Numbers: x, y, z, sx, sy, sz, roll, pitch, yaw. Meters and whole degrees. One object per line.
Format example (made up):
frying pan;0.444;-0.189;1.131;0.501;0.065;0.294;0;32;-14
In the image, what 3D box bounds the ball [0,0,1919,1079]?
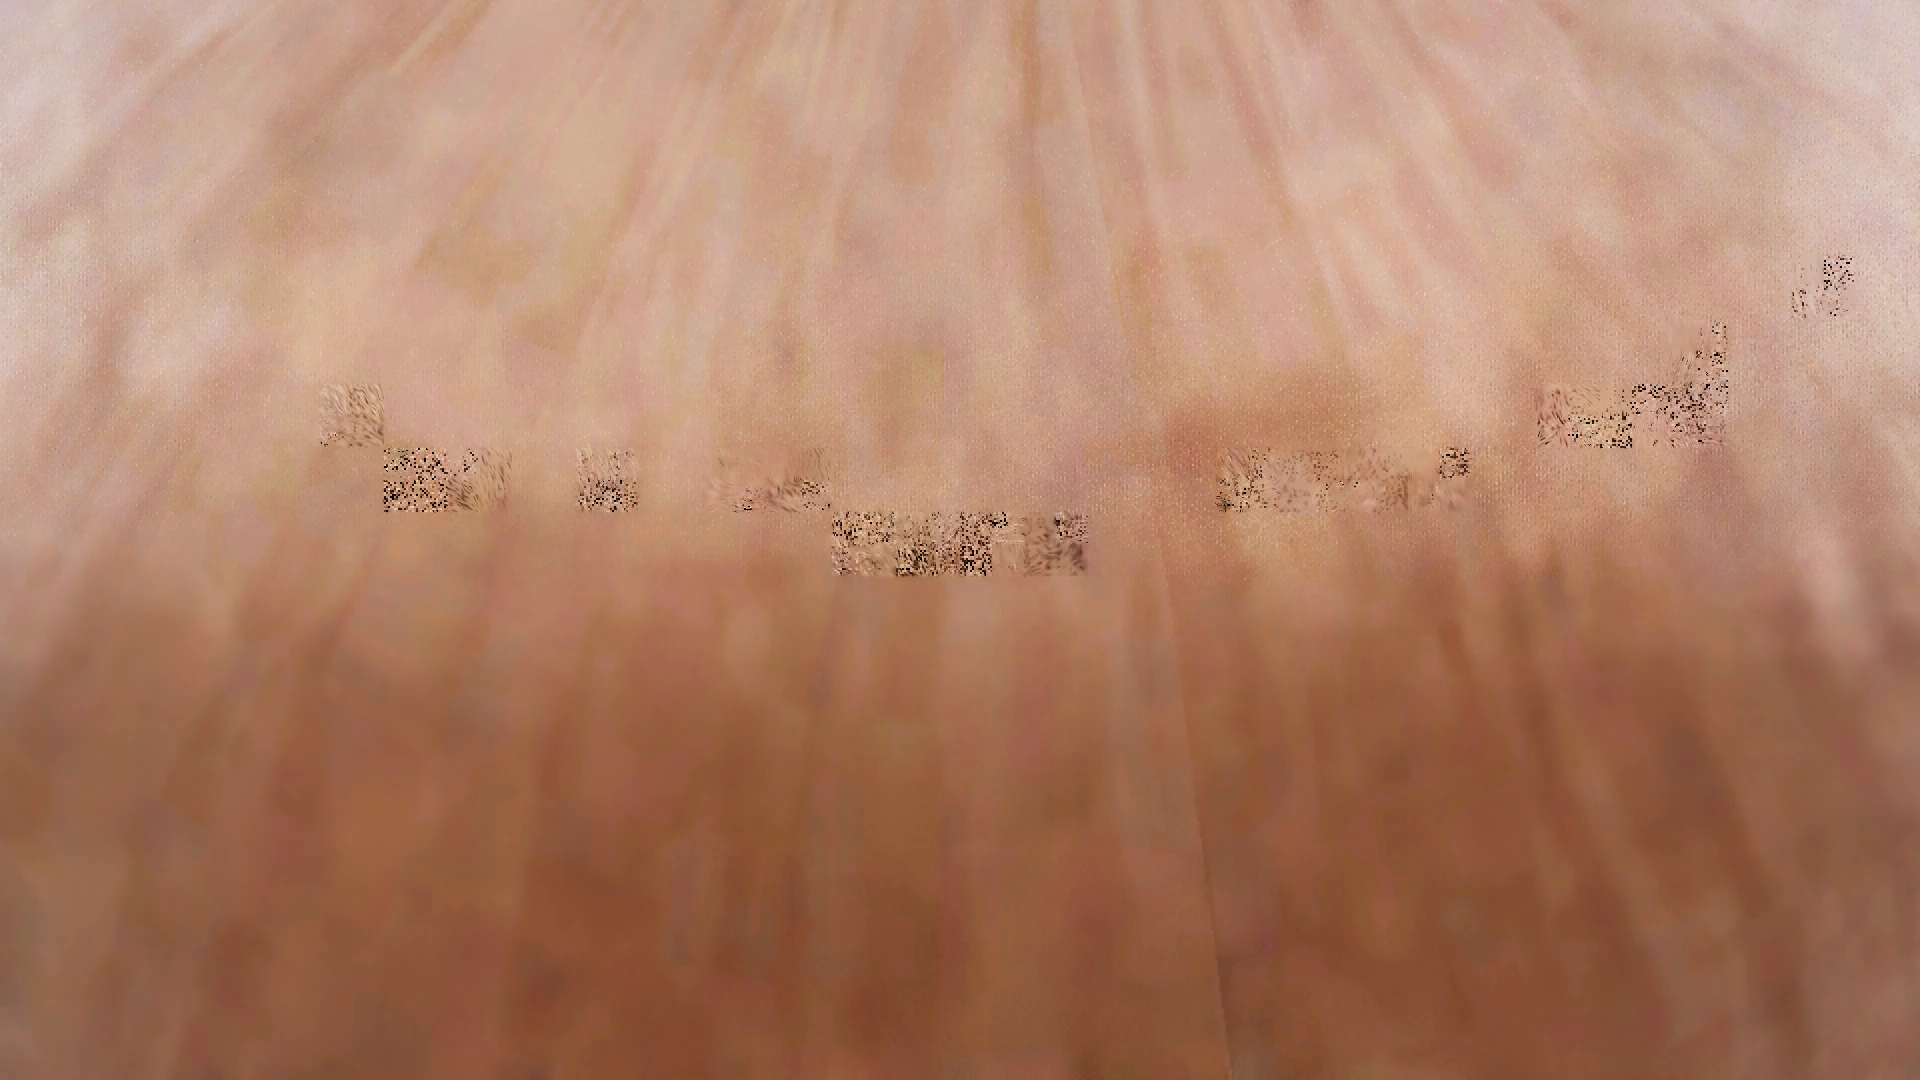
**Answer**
ball;0.000;-0.002;0.056;0.080;0.080;0.080;0;4;0
